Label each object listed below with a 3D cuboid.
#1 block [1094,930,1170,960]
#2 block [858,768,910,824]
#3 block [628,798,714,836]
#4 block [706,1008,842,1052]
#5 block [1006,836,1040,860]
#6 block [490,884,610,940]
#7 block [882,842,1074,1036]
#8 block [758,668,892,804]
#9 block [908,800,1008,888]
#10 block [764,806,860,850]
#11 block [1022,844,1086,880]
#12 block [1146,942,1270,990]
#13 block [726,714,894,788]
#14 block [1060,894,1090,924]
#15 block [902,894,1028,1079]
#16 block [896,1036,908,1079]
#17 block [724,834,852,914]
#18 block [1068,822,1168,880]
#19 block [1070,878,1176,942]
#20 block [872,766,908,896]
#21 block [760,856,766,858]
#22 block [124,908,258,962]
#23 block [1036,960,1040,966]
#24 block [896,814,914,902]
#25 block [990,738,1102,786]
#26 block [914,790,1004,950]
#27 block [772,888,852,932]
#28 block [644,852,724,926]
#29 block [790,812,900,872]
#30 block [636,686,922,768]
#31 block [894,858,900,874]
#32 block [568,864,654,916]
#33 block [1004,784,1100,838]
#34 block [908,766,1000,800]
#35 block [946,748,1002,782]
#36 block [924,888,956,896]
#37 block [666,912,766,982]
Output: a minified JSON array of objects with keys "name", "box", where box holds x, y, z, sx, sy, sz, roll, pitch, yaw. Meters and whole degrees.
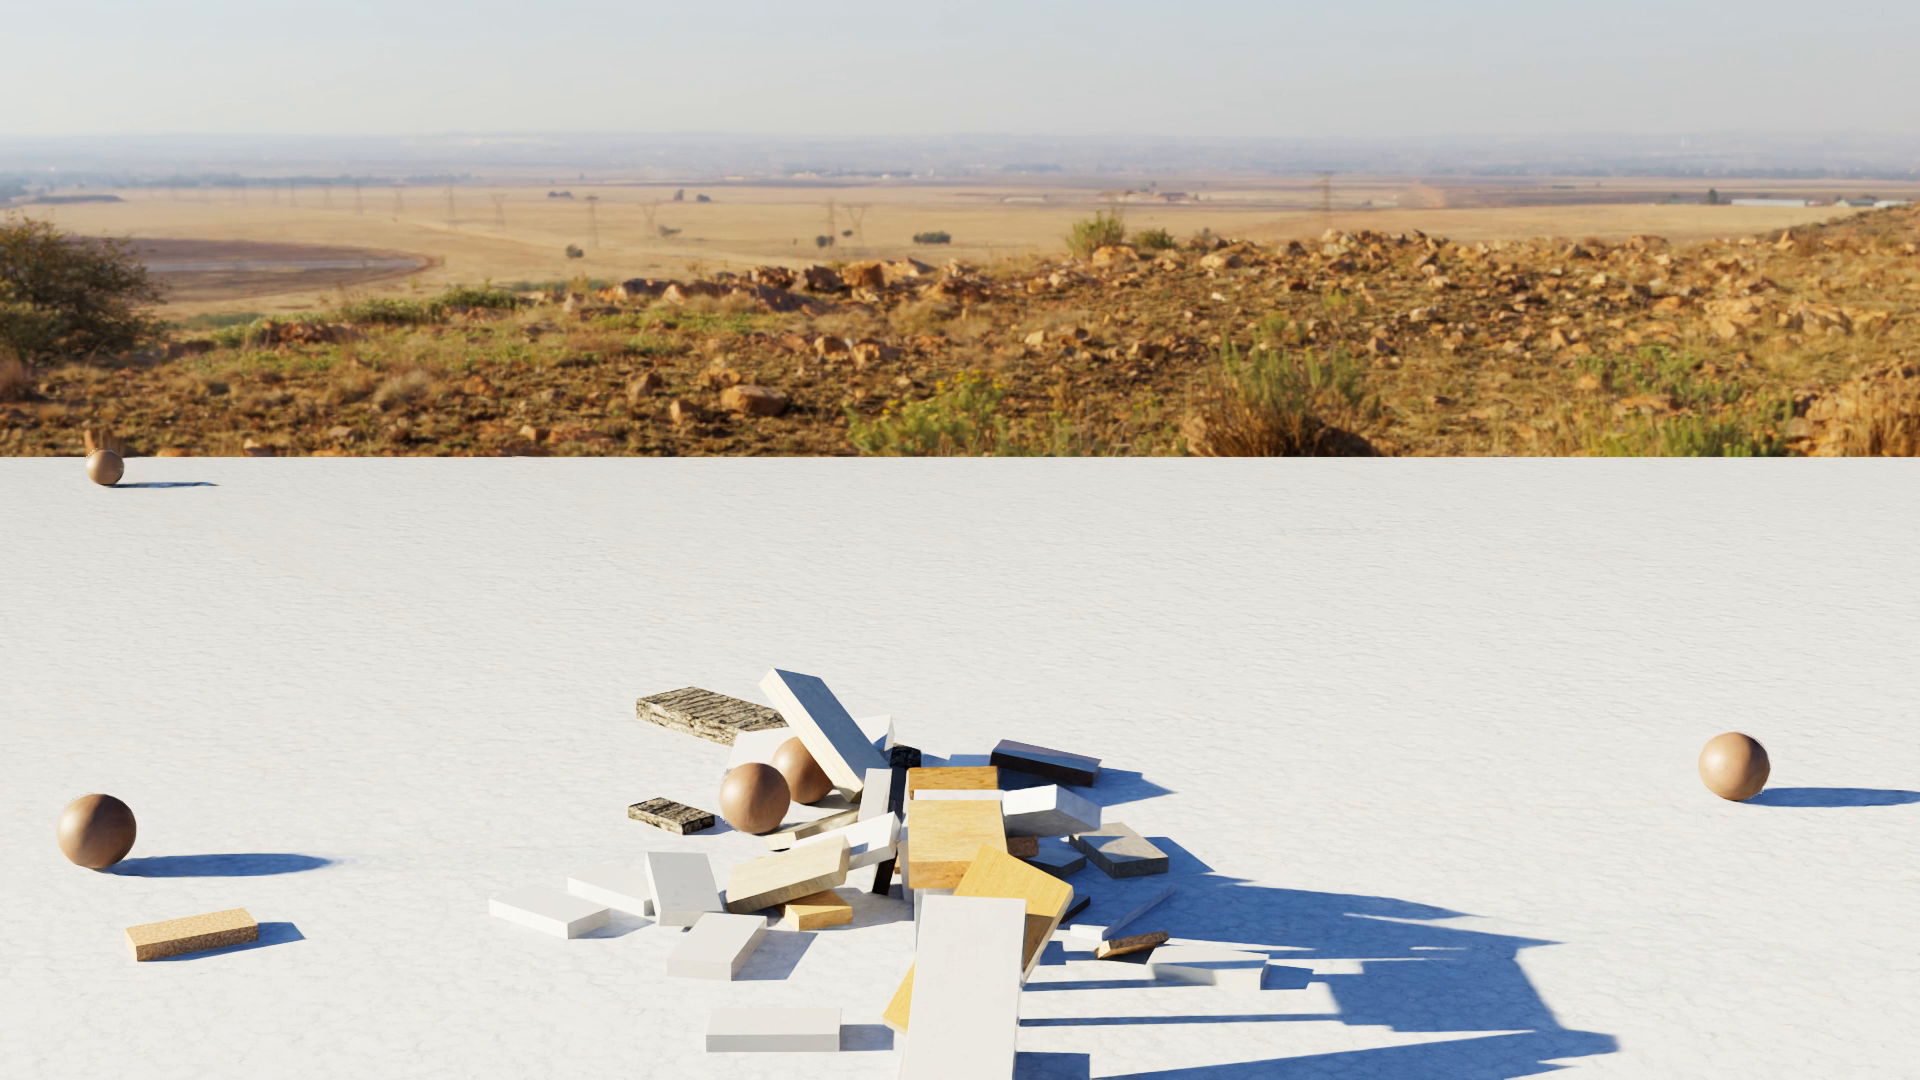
[{"name":"block","box":[0.264,0.622,3.381,0.104,0.015,0.052,-5,-23,-25]},{"name":"block","box":[-0.131,0.467,3.928,0.086,0.024,0.171,3,27,2]},{"name":"block","box":[-0.532,0.508,4.049,0.156,0.022,0.078,10,14,42]},{"name":"block","box":[-0.260,0.686,3.080,0.184,0.026,0.092,0,11,-1]},{"name":"block","box":[0.048,0.526,3.689,0.109,0.031,0.218,-1,-13,-16]},{"name":"block","box":[-0.663,0.599,3.550,0.184,0.026,0.092,8,13,37]},{"name":"block","box":[0.026,0.554,2.934,0.137,0.275,0.039,24,-24,18]},{"name":"block","box":[-0.237,0.373,4.134,0.311,0.044,0.156,49,17,29]},{"name":"block","box":[-0.005,0.434,3.158,0.137,0.039,0.275,0,11,-2]},{"name":"block","box":[-0.181,0.499,3.973,0.360,0.026,0.091,-12,-3,-41]},{"name":"block","box":[0.132,0.552,3.813,0.157,0.022,0.078,8,13,36]},{"name":"block","box":[0.375,0.643,3.318,0.171,0.024,0.086,3,11,17]},{"name":"block","box":[-0.290,0.413,4.303,0.311,0.044,0.156,-8,20,6]},{"name":"block","box":[0.167,0.599,3.582,0.052,0.015,0.104,6,12,28]},{"name":"block","box":[0.009,0.594,2.847,0.138,0.039,0.275,1,53,7]},{"name":"block","box":[-0.012,0.714,2.893,0.138,0.039,0.275,1,11,4]},{"name":"block","box":[-0.280,0.545,3.574,0.202,0.029,0.101,-18,25,13]},{"name":"block","box":[0.276,0.542,3.848,0.102,0.029,0.204,-4,11,-19]},{"name":"block","box":[0.268,0.599,3.579,0.054,0.015,0.269,6,12,30]},{"name":"block","box":[-0.119,0.493,3.744,0.027,0.094,0.245,12,27,-4]},{"name":"block","box":[-0.292,0.559,3.791,0.109,0.015,0.054,-2,11,-10]},{"name":"block","box":[-1.205,0.618,3.448,0.183,0.026,0.091,-6,12,-30]},{"name":"block","box":[0.095,0.632,3.401,0.052,0.015,0.104,1,10,-1]},{"name":"block","box":[-0.069,0.515,3.717,0.031,0.109,0.218,-4,15,9]},{"name":"block","box":[0.169,0.437,4.325,0.204,0.029,0.102,11,11,11]},{"name":"block","box":[-0.002,0.512,3.349,0.134,0.268,0.038,0,17,1]},{"name":"block","box":[-0.253,0.591,3.594,0.091,0.026,0.183,-5,12,-24]},{"name":"block","box":[-0.452,0.569,3.588,0.101,0.029,0.202,4,18,-16]},{"name":"block","box":[-0.194,0.512,3.631,0.187,0.027,0.094,-18,25,14]},{"name":"block","box":[-0.389,0.402,4.563,0.723,0.044,0.156,10,15,44]},{"name":"block","box":[-0.108,0.556,3.813,0.047,0.013,0.094,-4,11,-21]},{"name":"block","box":[-0.554,0.580,3.651,0.184,0.026,0.092,8,13,38]},{"name":"block","box":[0.078,0.455,3.607,0.275,0.039,0.137,-12,-28,33]},{"name":"block","box":[-0.003,0.425,3.457,0.134,0.038,0.268,-1,-28,3]},{"name":"block","box":[0.020,0.470,4.238,0.102,0.029,0.383,1,11,5]},{"name":"block","box":[-0.003,0.469,3.153,0.099,0.028,0.198,0,11,-2]},{"name":"block","box":[-0.374,0.626,3.395,0.101,0.029,0.202,2,11,10]}]
